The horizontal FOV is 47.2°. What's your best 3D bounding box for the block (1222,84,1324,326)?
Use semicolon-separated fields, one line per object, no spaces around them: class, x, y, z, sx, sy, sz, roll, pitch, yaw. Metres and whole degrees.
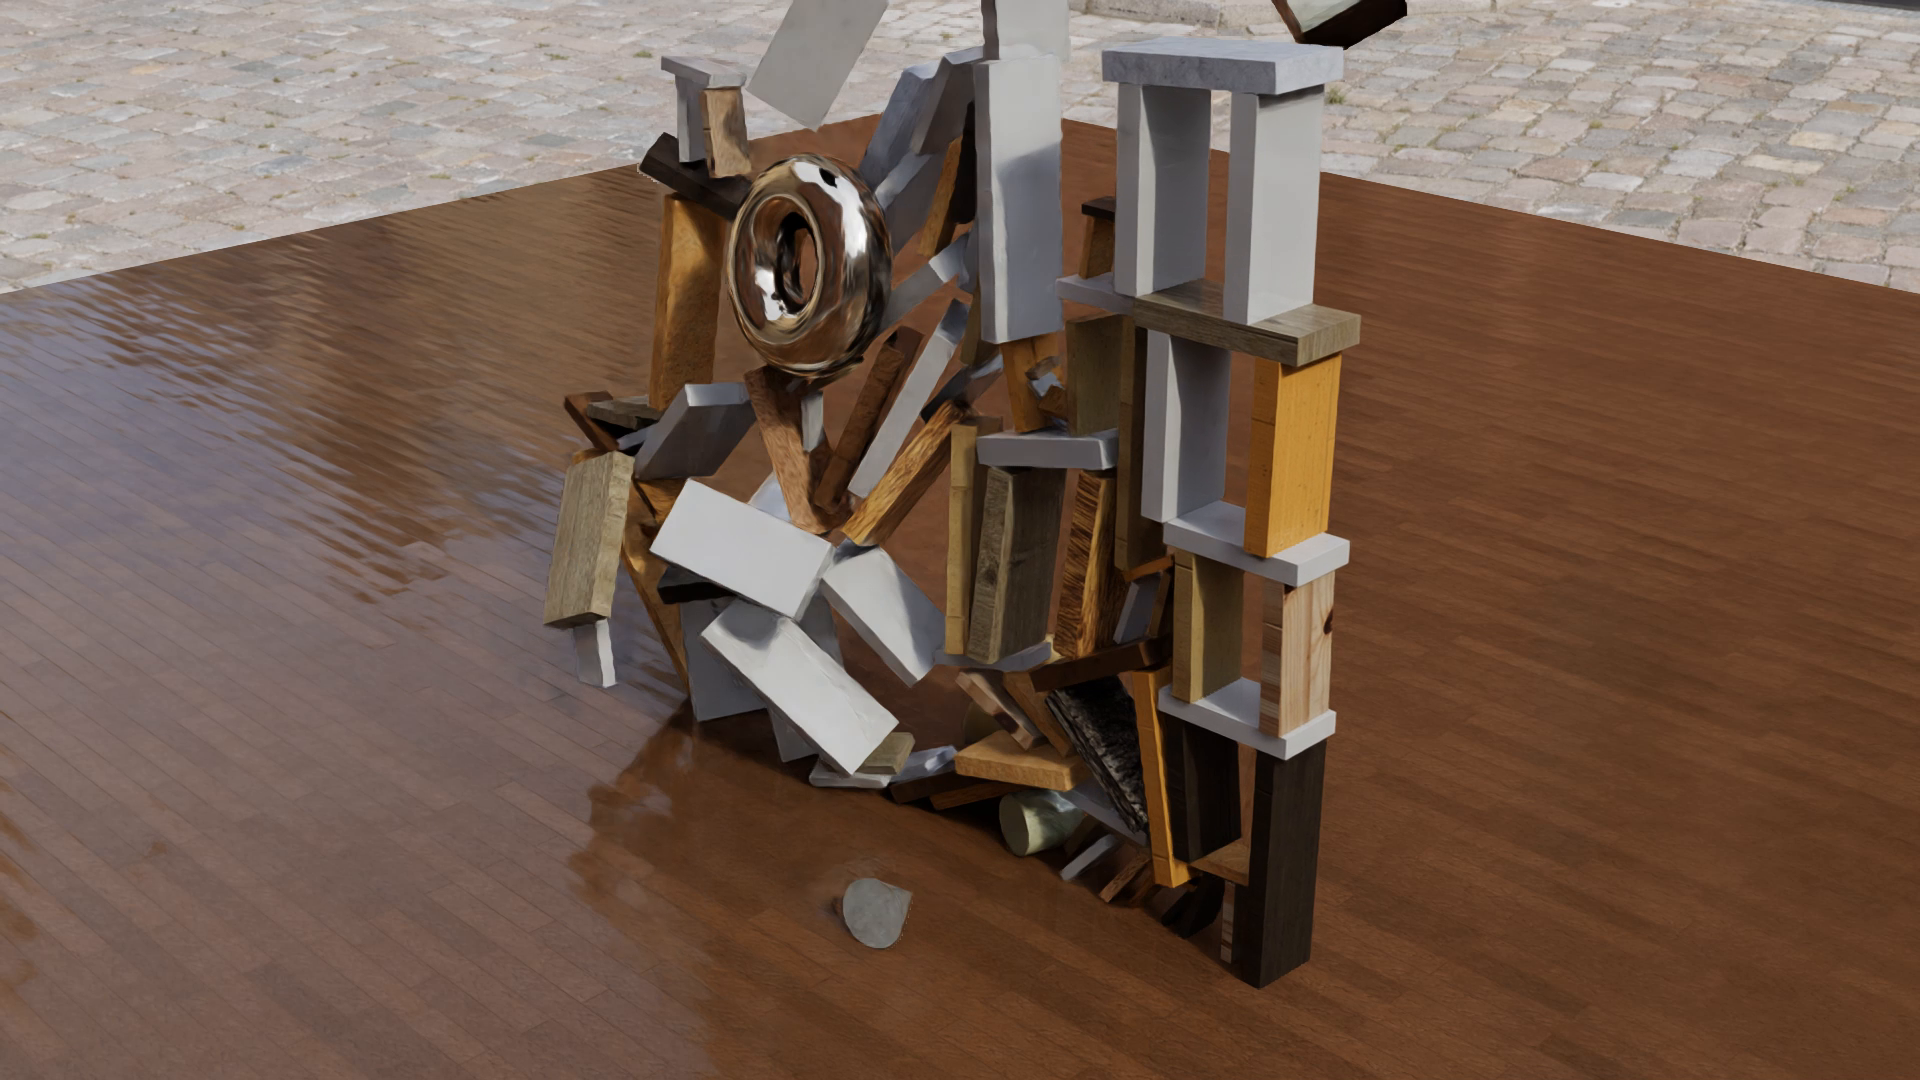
block;0.493;-0.534;3.461;0.049;0.361;0.173;20;30;40

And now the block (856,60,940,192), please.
block;-0.143;-0.758;4.385;0.044;0.408;0.157;34;27;11

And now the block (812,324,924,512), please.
block;-0.183;-0.242;4.376;0.051;0.358;0.179;26;21;1

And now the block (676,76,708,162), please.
block;-0.542;-0.860;4.466;0.025;0.174;0.087;8;20;21

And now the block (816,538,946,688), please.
block;-0.148;0.133;4.374;0.305;0.043;0.153;47;53;2

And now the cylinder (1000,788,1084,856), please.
cylinder;0.160;0.546;4.315;0.124;0.124;0.124;-11;25;-25

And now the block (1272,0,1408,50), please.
block;0.586;-0.895;3.491;0.173;0.173;0.173;-29;-17;8

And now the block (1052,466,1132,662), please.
block;0.269;0.028;3.968;0.179;0.358;0.051;-19;36;-42

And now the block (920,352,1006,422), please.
block;0.013;-0.297;4.285;0.108;0.031;0.217;-25;-8;-32

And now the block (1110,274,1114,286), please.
block;0.295;-0.485;3.712;0.060;0.121;0.017;-18;45;-38

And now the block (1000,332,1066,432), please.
block;0.131;-0.341;4.059;0.108;0.271;0.031;-14;7;-36

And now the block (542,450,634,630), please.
block;-0.779;0.002;4.612;0.050;0.353;0.176;22;-25;-39

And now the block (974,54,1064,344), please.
block;0.107;-0.607;3.922;0.155;0.493;0.044;-15;23;-33

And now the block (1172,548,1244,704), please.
block;0.430;0.129;3.805;0.141;0.282;0.040;-21;29;-40

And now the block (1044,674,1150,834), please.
block;0.298;0.385;4.058;0.148;0.042;0.297;-19;67;-38

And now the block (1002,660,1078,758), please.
block;0.182;0.321;4.191;0.103;0.029;0.206;-15;50;-36

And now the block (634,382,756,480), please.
block;-0.559;-0.231;4.710;0.176;0.050;0.381;-3;-21;-27

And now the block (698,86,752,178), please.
block;-0.468;-0.814;4.381;0.087;0.174;0.025;-18;19;-39

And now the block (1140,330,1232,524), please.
block;0.383;-0.210;3.715;0.166;0.332;0.047;-21;31;-40

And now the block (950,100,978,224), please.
block;0.031;-0.697;4.025;0.031;0.221;0.110;16;23;15

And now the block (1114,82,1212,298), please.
block;0.334;-0.588;3.615;0.173;0.346;0.049;-20;29;-39

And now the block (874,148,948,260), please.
block;-0.114;-0.660;4.332;0.044;0.313;0.157;47;12;21

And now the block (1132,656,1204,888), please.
block;0.398;0.410;3.970;0.148;0.408;0.042;-19;18;-38

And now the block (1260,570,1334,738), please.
block;0.564;0.177;3.682;0.040;0.282;0.141;19;30;41

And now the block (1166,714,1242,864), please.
block;0.437;0.423;3.934;0.139;0.279;0.040;-19;23;-37

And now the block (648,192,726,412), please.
block;-0.574;-0.505;4.636;0.138;0.471;0.039;-17;36;-41

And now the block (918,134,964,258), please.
block;-0.018;-0.644;4.099;0.031;0.220;0.110;22;27;9

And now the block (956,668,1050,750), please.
block;0.097;0.319;4.238;0.206;0.029;0.103;42;30;27

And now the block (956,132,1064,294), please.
block;0.091;-0.613;4.078;0.044;0.310;0.155;27;23;26

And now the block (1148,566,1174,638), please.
block;0.374;0.104;3.871;0.068;0.135;0.019;-21;44;-39

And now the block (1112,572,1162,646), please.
block;0.320;0.123;3.946;0.067;0.135;0.019;-18;46;-38

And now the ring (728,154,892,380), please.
ring;-0.290;-0.522;4.201;0.143;0.430;0.430;-4;20;-41

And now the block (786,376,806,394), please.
block;-0.300;-0.341;4.368;0.016;0.114;0.057;41;38;-10

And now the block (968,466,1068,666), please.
block;0.109;0.032;4.166;0.051;0.384;0.179;22;27;34

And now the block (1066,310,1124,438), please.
block;0.240;-0.293;3.871;0.104;0.208;0.029;-15;25;-28

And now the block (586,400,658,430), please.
block;-0.738;-0.282;4.925;0.101;0.029;0.203;-12;19;-40

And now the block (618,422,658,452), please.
block;-0.661;-0.235;4.854;0.101;0.029;0.203;-11;-2;-39

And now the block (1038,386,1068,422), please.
block;0.199;-0.241;3.986;0.104;0.015;0.052;23;66;25

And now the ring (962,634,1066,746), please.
ring;0.126;0.327;4.644;0.102;0.306;0.306;41;37;15

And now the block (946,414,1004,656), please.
block;0.028;-0.012;4.244;0.047;0.442;0.165;6;12;19

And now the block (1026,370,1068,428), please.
block;0.173;-0.261;4.034;0.052;0.104;0.015;-38;3;-32

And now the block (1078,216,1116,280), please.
block;0.240;-0.509;3.768;0.060;0.121;0.017;-22;46;-32

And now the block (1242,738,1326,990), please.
block;0.568;0.556;3.850;0.140;0.468;0.040;-20;30;-38

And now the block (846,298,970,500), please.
block;-0.094;-0.270;4.253;0.051;0.385;0.179;29;30;-3

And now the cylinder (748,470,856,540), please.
cylinder;-0.387;-0.077;5.227;0.200;0.200;0.200;-52;41;-8

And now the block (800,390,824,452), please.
block;-0.296;-0.241;4.427;0.016;0.114;0.057;15;33;24

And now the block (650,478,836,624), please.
block;-0.427;0.020;4.322;0.329;0.165;0.047;24;-12;16

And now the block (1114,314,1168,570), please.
block;0.321;-0.175;3.804;0.104;0.463;0.029;-19;30;-38

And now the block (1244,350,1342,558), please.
block;0.540;-0.152;3.568;0.047;0.332;0.166;22;31;40
